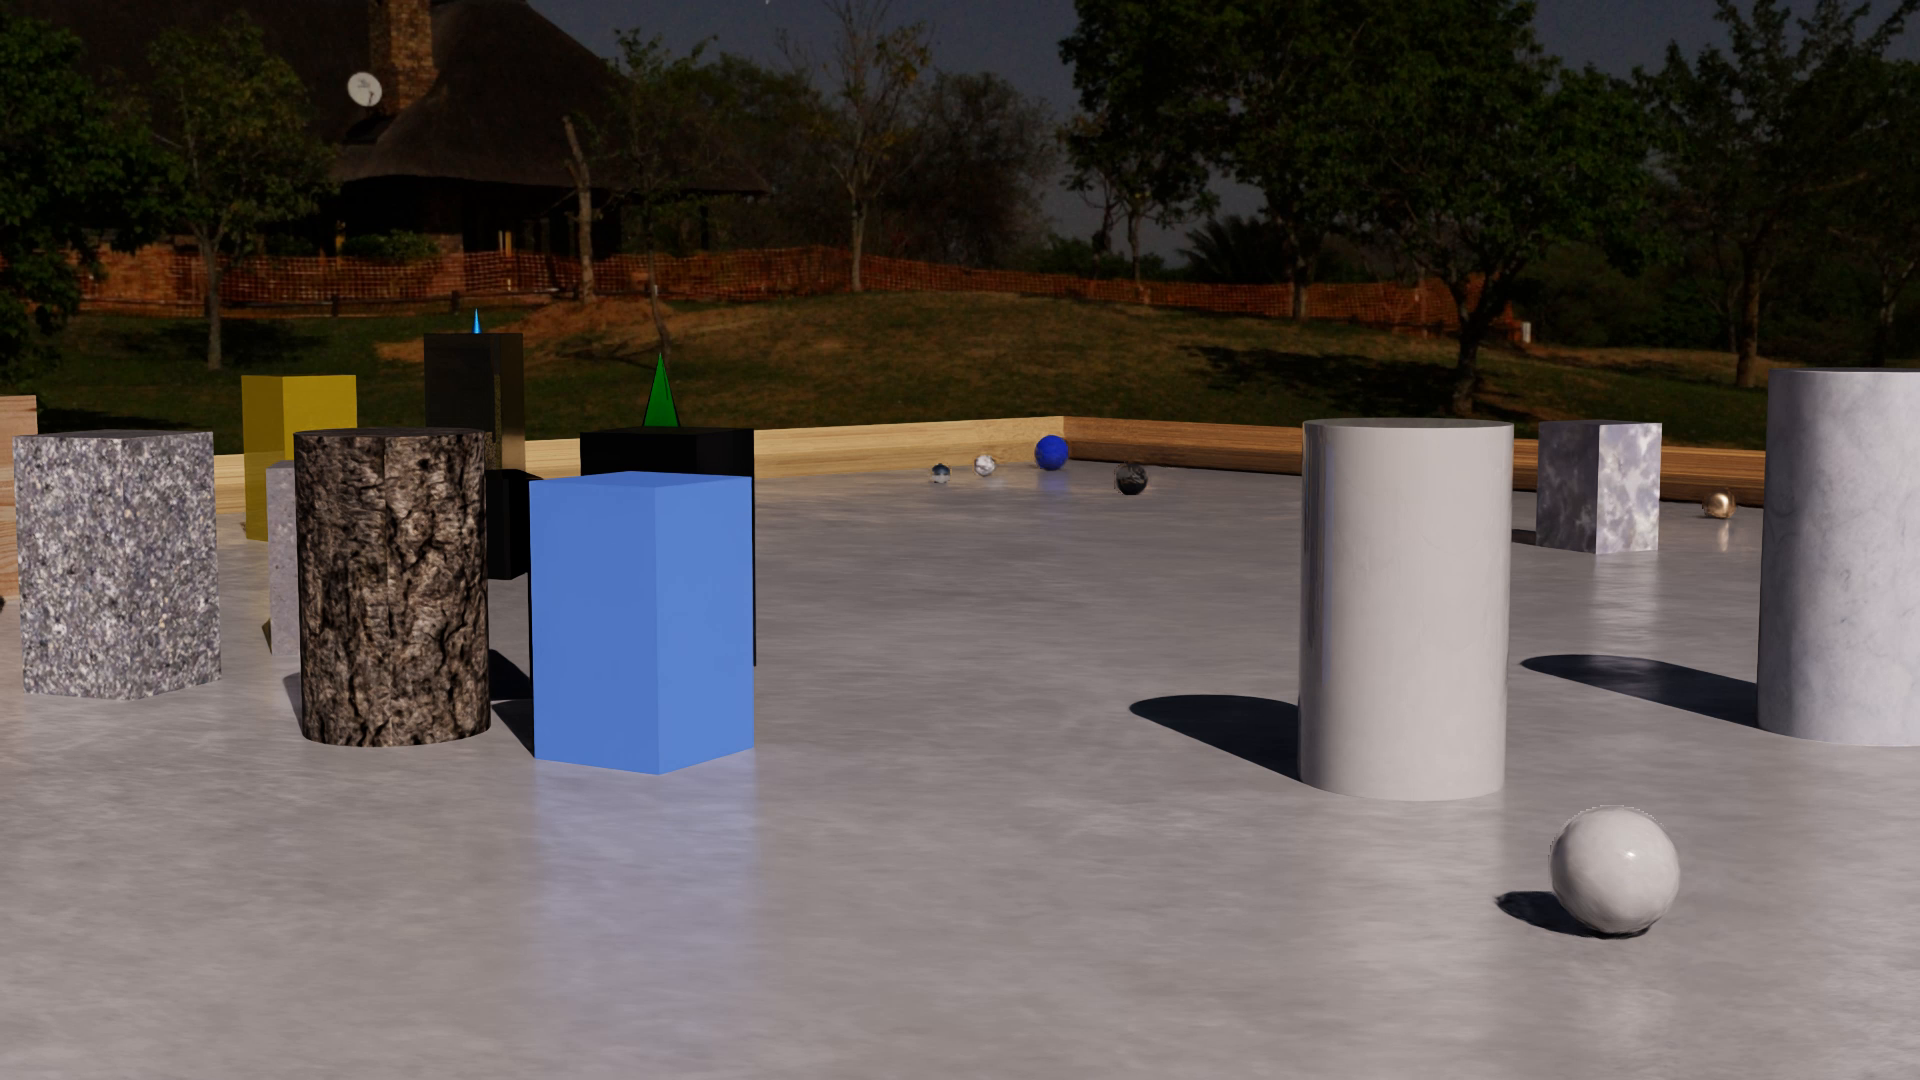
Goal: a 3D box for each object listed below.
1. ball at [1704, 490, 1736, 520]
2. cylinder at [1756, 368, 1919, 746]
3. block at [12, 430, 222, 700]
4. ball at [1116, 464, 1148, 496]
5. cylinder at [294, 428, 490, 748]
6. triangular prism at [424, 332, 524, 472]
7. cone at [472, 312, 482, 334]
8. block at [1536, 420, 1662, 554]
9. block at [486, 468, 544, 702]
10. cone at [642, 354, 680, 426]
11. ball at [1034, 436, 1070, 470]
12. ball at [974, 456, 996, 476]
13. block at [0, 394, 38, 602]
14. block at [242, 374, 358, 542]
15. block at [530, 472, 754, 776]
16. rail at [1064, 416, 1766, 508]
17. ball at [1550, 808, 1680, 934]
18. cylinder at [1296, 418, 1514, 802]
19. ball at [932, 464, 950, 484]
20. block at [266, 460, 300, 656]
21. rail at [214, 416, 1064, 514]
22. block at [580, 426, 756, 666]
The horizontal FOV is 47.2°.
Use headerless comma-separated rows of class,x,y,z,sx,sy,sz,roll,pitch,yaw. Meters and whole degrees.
ball,1.617,-0.076,4.676,0.064,0.064,0.064,0,6,0
cylinder,0.952,0.011,2.326,0.194,0.381,0.194,0,6,0
block,-0.991,0.024,2.594,0.156,0.299,0.156,2,6,20
ball,0.411,-0.144,5.269,0.077,0.077,0.077,0,6,0
cylinder,-0.599,0.044,2.325,0.194,0.316,0.194,0,6,0
triangular prism,-0.799,-0.151,3.763,0.168,0.404,0.146,4,7,32
cone,-1.027,-0.270,4.691,0.194,0.447,0.194,0,6,0
block,1.193,-0.103,4.111,0.156,0.235,0.156,-3,7,-29
block,-0.577,0.051,2.561,0.156,0.253,0.156,-2,6,-22
cone,-0.534,-0.152,3.939,0.194,0.369,0.194,0,6,0
ball,0.255,-0.243,6.115,0.097,0.097,0.097,0,6,0
ball,0.065,-0.198,5.871,0.058,0.058,0.058,0,6,0
block,-1.531,-0.064,3.377,0.156,0.313,0.156,3,7,29
block,-1.280,-0.161,4.270,0.156,0.318,0.156,6,8,43
block,-0.316,0.077,2.201,0.156,0.277,0.156,4,7,30
rail,1.769,-0.137,4.955,0.045,0.126,4.359,-5,8,-42
ball,0.469,0.237,1.574,0.090,0.090,0.090,0,6,0
cylinder,0.419,0.059,2.077,0.194,0.339,0.194,0,6,0
ball,-0.049,-0.169,5.632,0.051,0.051,0.051,0,6,0
block,-0.824,0.020,2.912,0.156,0.242,0.156,-1,6,-10
rail,-1.462,-0.132,4.908,4.862,0.126,0.045,-5,8,-42
block,-0.355,0.014,2.695,0.156,0.298,0.156,2,6,20
